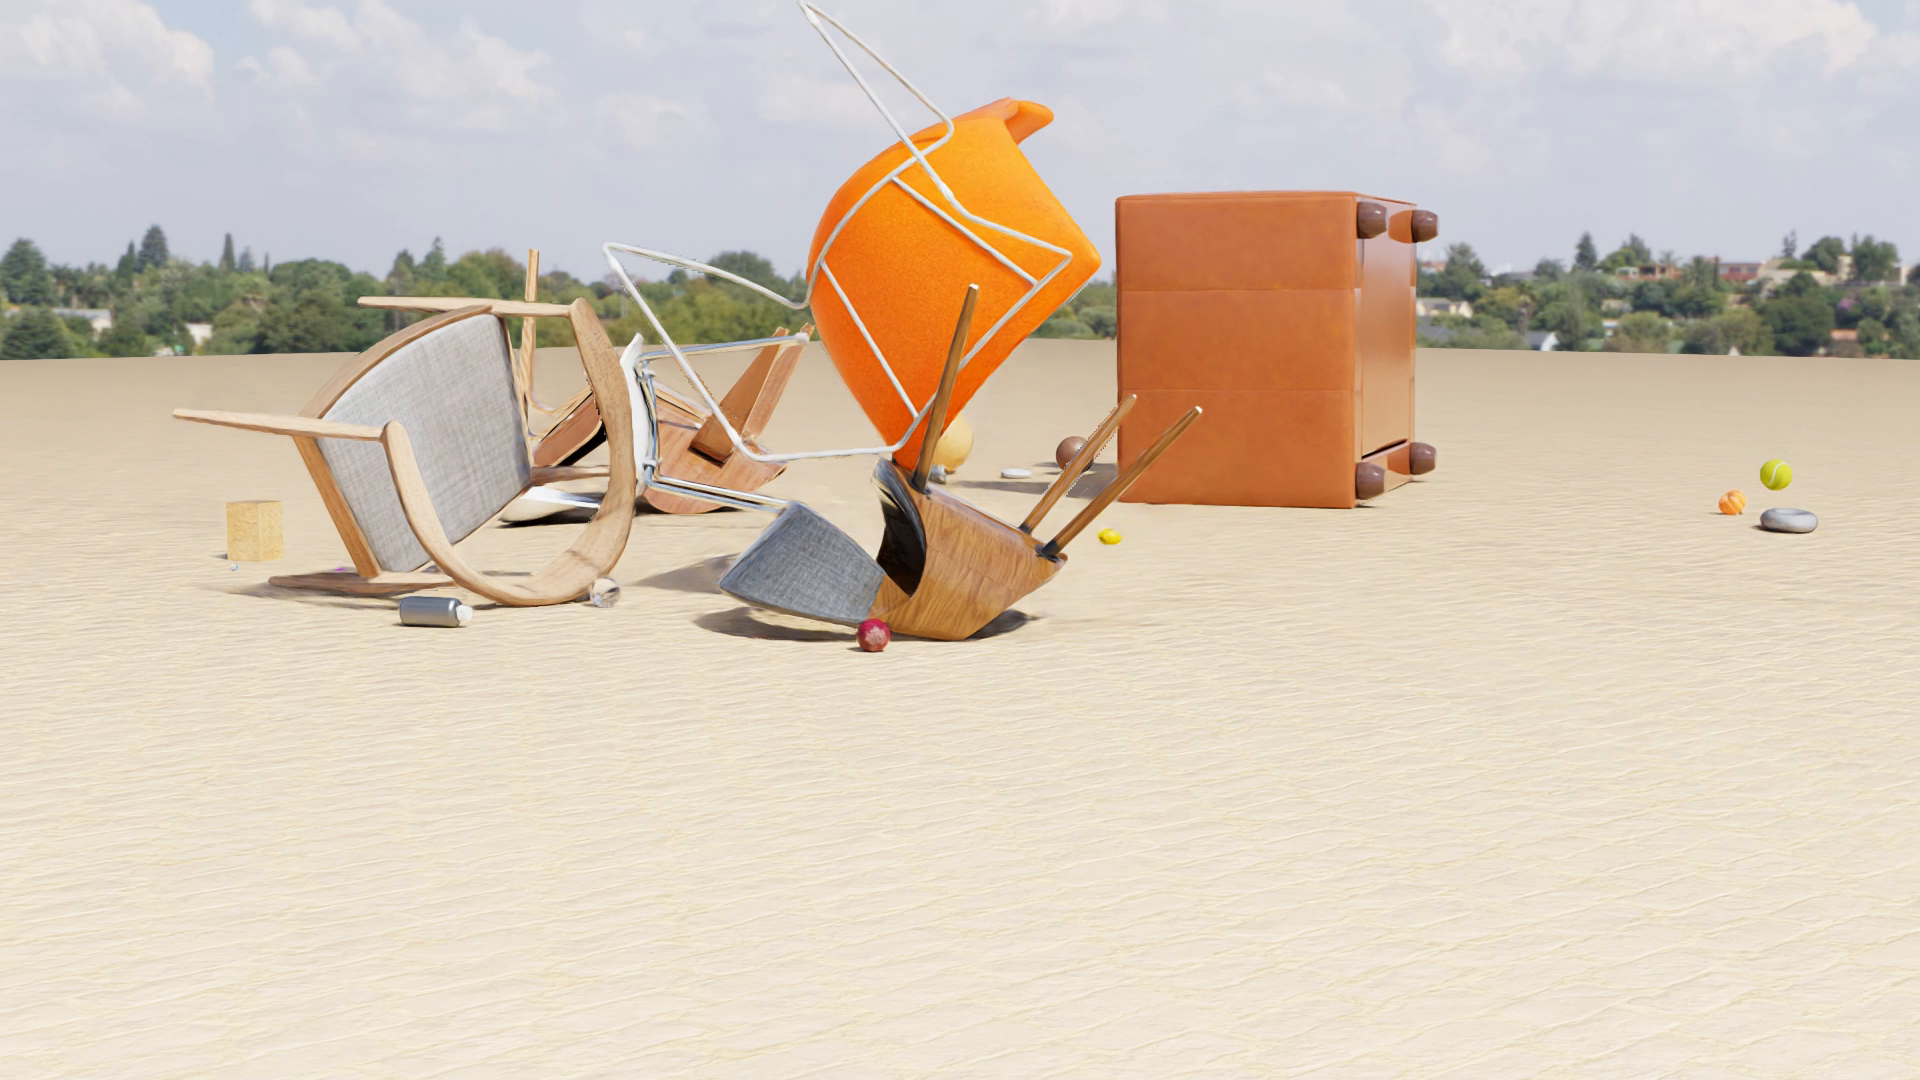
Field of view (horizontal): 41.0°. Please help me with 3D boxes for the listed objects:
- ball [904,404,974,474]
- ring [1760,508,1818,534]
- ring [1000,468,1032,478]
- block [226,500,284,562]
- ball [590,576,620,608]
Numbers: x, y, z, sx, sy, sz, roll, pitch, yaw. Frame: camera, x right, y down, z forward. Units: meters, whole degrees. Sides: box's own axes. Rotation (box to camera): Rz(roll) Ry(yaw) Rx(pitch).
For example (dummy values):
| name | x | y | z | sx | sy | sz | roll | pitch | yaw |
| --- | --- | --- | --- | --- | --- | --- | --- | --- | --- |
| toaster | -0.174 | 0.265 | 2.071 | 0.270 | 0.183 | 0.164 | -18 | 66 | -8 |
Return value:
| name | x | y | z | sx | sy | sz | roll | pitch | yaw |
| --- | --- | --- | --- | --- | --- | --- | --- | --- | --- |
| ball | -0.072 | -0.338 | 8.546 | 0.234 | 0.234 | 0.234 | 0 | 6 | 0 |
| ring | 2.156 | -0.051 | 6.673 | 0.142 | 0.048 | 0.259 | 2 | 7 | 11 |
| ring | 0.184 | -0.216 | 8.387 | 0.102 | 0.026 | 0.137 | 0 | 5 | -9 |
| block | -1.641 | -0.022 | 5.971 | 0.088 | 0.134 | 0.093 | 2 | 6 | 20 |
| ball | -0.708 | 0.103 | 5.114 | 0.060 | 0.060 | 0.060 | 0 | 6 | 0 |
